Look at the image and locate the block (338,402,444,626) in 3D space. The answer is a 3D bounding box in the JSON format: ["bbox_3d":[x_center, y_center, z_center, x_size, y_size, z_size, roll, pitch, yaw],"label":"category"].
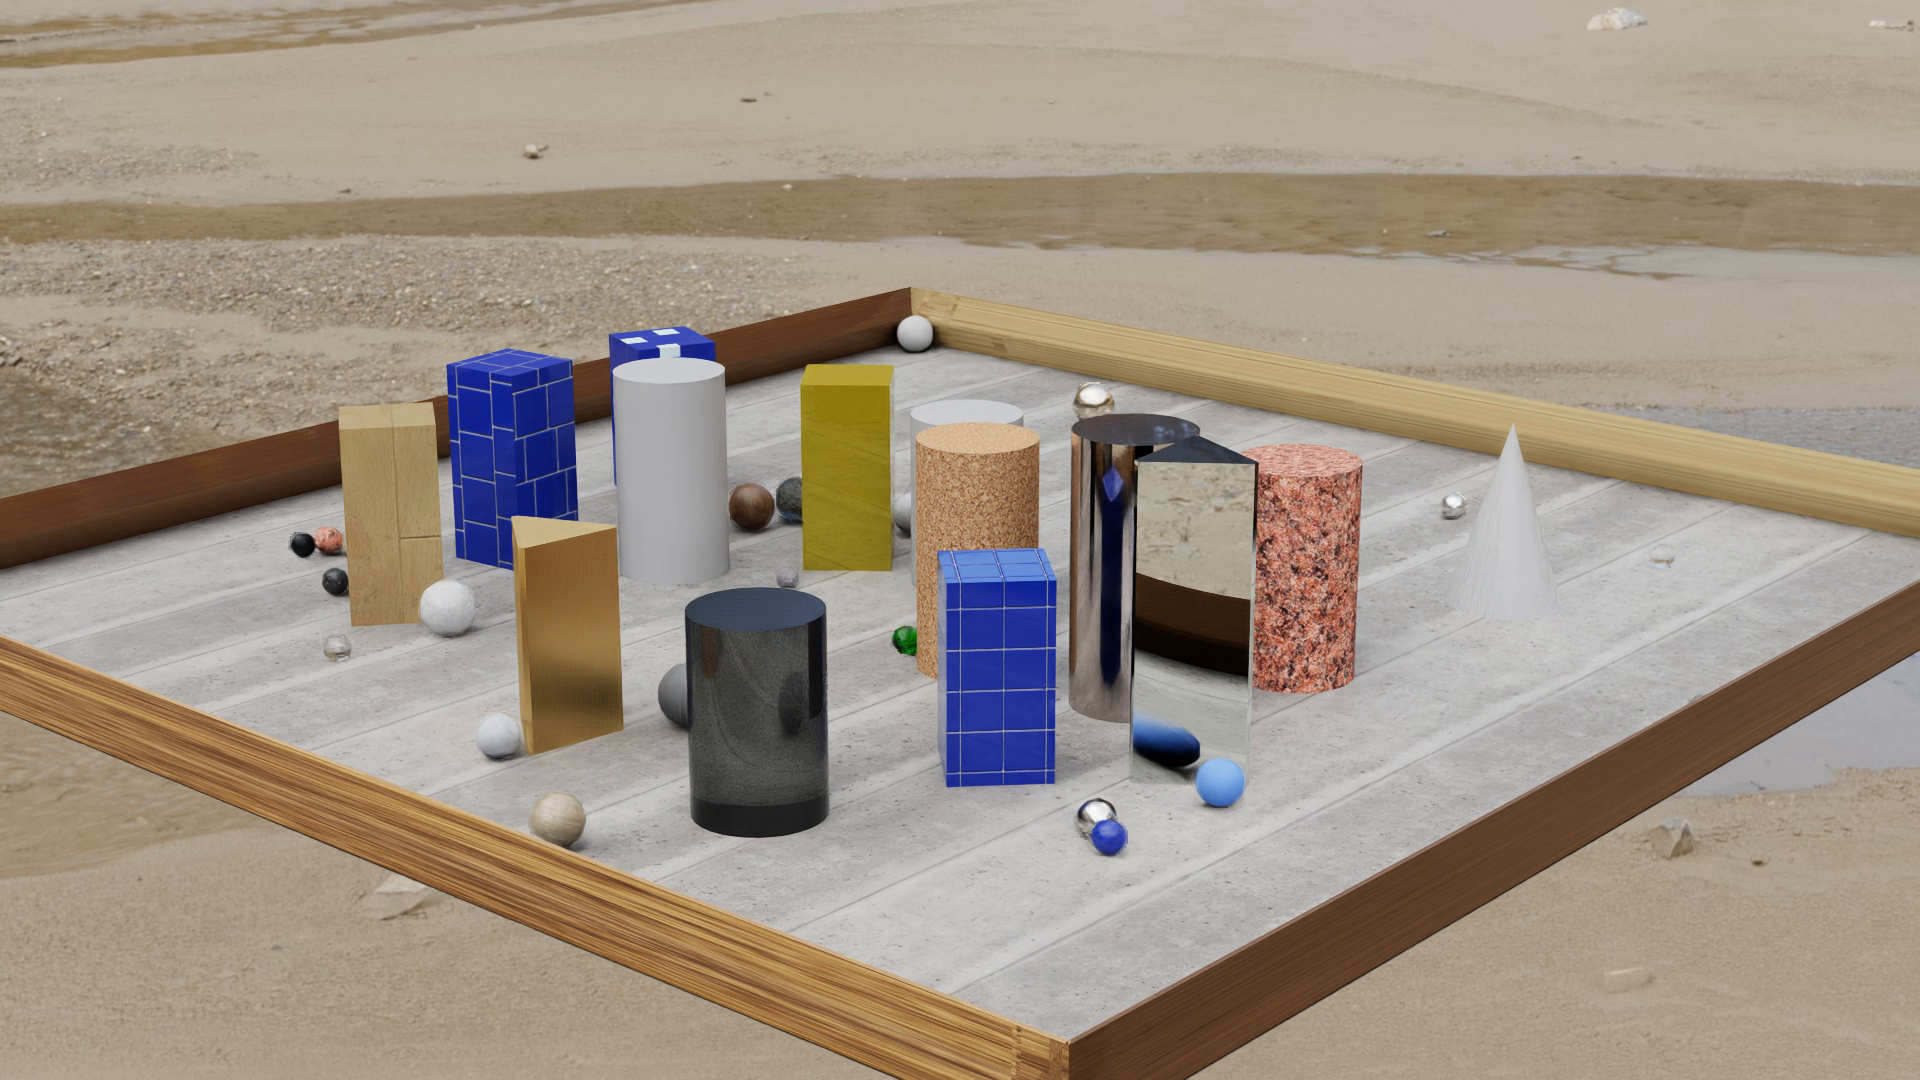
[{"bbox_3d":[-0.969,-0.045,5.004,0.158,0.345,0.158,-3,17,-11],"label":"block"}]

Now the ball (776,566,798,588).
[{"bbox_3d":[-0.305,0.065,5.167,0.040,0.040,0.040,0,17,0],"label":"ball"}]

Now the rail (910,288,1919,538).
[{"bbox_3d":[0.922,-0.274,6.137,2.797,0.128,0.045,14,22,39],"label":"rail"}]

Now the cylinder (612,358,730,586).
[{"bbox_3d":[-0.514,-0.124,5.229,0.198,0.367,0.198,0,17,0],"label":"cylinder"}]

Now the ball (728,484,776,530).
[{"bbox_3d":[-0.391,-0.063,5.511,0.087,0.087,0.087,0,17,0],"label":"ball"}]

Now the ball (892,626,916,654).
[{"bbox_3d":[-0.089,0.164,4.827,0.047,0.047,0.047,0,17,0],"label":"ball"}]

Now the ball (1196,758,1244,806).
[{"bbox_3d":[0.371,0.345,4.186,0.070,0.070,0.070,0,17,0],"label":"ball"}]

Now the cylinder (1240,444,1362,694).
[{"bbox_3d":[0.537,0.044,4.688,0.198,0.357,0.198,0,17,0],"label":"cylinder"}]

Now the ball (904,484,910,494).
[{"bbox_3d":[-0.064,-0.078,5.565,0.085,0.085,0.085,0,17,0],"label":"ball"}]

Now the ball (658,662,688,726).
[{"bbox_3d":[-0.414,0.237,4.496,0.099,0.099,0.099,0,17,0],"label":"ball"}]

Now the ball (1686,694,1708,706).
[{"bbox_3d":[1.132,0.268,4.440,0.072,0.072,0.072,0,17,0],"label":"ball"}]

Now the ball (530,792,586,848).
[{"bbox_3d":[-0.553,0.386,4.041,0.076,0.076,0.076,0,17,0],"label":"ball"}]

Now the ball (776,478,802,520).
[{"bbox_3d":[-0.309,-0.078,5.567,0.083,0.083,0.083,0,17,0],"label":"ball"}]

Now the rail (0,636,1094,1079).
[{"bbox_3d":[-0.922,0.339,4.103,2.797,0.128,0.045,14,22,39],"label":"rail"}]

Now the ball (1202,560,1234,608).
[{"bbox_3d":[0.460,0.075,5.063,0.081,0.081,0.081,0,17,0],"label":"ball"}]

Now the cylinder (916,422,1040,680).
[{"bbox_3d":[0.028,0.020,4.724,0.198,0.382,0.198,0,17,0],"label":"cylinder"}]

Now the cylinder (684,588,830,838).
[{"bbox_3d":[-0.285,0.241,4.128,0.198,0.303,0.198,0,17,0],"label":"cylinder"}]

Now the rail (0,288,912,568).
[{"bbox_3d":[-1.038,-0.228,5.983,0.045,0.128,2.860,14,22,39],"label":"rail"}]

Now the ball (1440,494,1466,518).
[{"bbox_3d":[0.939,-0.064,5.584,0.047,0.047,0.047,0,17,0],"label":"ball"}]

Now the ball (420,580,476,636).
[{"bbox_3d":[-0.857,0.113,4.913,0.095,0.095,0.095,0,17,0],"label":"ball"}]

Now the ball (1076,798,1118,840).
[{"bbox_3d":[0.190,0.387,4.067,0.058,0.058,0.058,0,17,0],"label":"ball"}]

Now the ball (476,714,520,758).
[{"bbox_3d":[-0.687,0.292,4.370,0.065,0.065,0.065,0,17,0],"label":"ball"}]

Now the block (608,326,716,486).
[{"bbox_3d":[-0.580,-0.246,5.740,0.158,0.306,0.158,-8,19,-26],"label":"block"}]

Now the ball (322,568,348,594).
[{"bbox_3d":[-1.094,0.072,5.132,0.047,0.047,0.047,0,17,0],"label":"ball"}]

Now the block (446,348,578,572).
[{"bbox_3d":[-0.808,-0.146,5.313,0.158,0.361,0.158,11,20,33],"label":"block"}]

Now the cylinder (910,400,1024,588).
[{"bbox_3d":[0.012,-0.074,5.165,0.198,0.308,0.198,0,17,0],"label":"cylinder"}]

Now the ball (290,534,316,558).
[{"bbox_3d":[-1.197,0.010,5.344,0.044,0.044,0.044,0,17,0],"label":"ball"}]

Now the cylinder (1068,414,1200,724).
[{"bbox_3d":[0.269,0.042,4.544,0.198,0.443,0.198,0,17,0],"label":"cylinder"}]

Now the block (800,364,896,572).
[{"bbox_3d":[-0.201,-0.132,5.296,0.158,0.343,0.158,0,17,2],"label":"block"}]

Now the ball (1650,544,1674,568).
[{"bbox_3d":[1.265,0.029,5.282,0.043,0.043,0.043,0,17,0],"label":"ball"}]

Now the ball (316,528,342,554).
[{"bbox_3d":[-1.154,0.002,5.361,0.050,0.050,0.050,0,17,0],"label":"ball"}]

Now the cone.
[{"bbox_3d":[0.944,-0.047,5.049,0.198,0.322,0.198,0,17,0],"label":"cone"}]

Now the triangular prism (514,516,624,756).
[{"bbox_3d":[-0.628,0.135,4.445,0.171,0.324,0.148,-14,22,-40],"label":"triangular prism"}]

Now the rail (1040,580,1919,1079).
[{"bbox_3d":[1.038,0.292,4.257,0.045,0.128,2.860,14,22,39],"label":"rail"}]

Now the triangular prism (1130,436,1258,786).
[{"bbox_3d":[0.339,0.102,4.273,0.171,0.486,0.148,1,17,4],"label":"triangular prism"}]

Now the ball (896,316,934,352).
[{"bbox_3d":[-0.106,-0.487,6.920,0.086,0.086,0.086,0,17,0],"label":"ball"}]

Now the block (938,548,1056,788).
[{"bbox_3d":[0.052,0.186,4.298,0.158,0.311,0.158,-1,17,-5],"label":"block"}]

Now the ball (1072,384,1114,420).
[{"bbox_3d":[0.285,-0.289,6.258,0.088,0.088,0.088,0,17,0],"label":"ball"}]

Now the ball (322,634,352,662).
[{"bbox_3d":[-1.017,0.176,4.788,0.047,0.047,0.047,0,17,0],"label":"ball"}]

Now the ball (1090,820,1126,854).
[{"bbox_3d":[0.204,0.407,4.019,0.048,0.048,0.048,0,17,0],"label":"ball"}]

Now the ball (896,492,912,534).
[{"bbox_3d":[-0.089,-0.051,5.487,0.078,0.078,0.078,0,17,0],"label":"ball"}]
